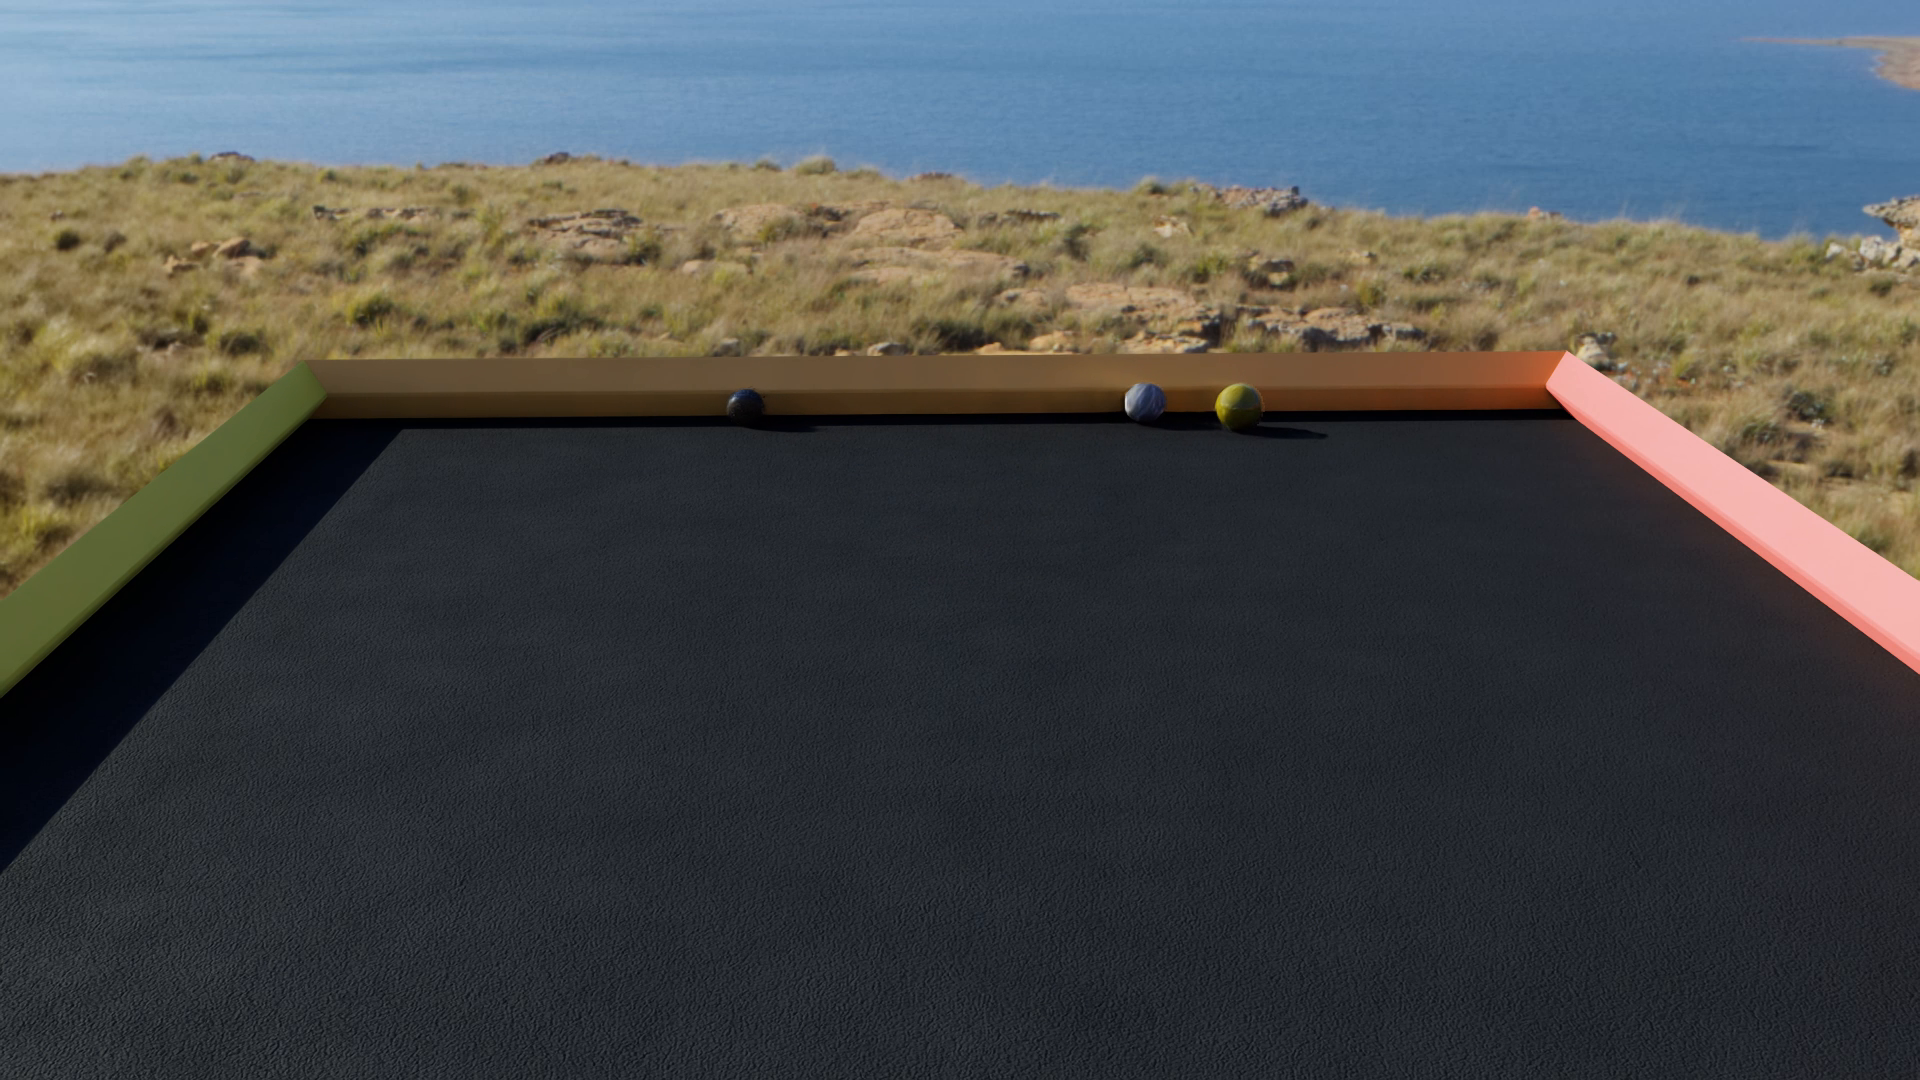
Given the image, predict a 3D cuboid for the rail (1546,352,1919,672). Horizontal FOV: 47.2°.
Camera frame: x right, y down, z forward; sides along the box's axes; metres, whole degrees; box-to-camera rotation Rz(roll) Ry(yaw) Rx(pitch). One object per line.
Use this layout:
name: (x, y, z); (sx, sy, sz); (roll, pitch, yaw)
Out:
rail: (1.017, 0.211, 1.944); (0.045, 0.094, 3.373); (-1, 16, -2)

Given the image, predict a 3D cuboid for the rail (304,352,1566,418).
rail: (-0.029, -0.243, 3.506); (2.023, 0.094, 0.045); (-1, 16, -2)

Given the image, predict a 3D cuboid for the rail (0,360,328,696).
rail: (-0.957, 0.230, 1.876); (0.045, 0.094, 3.373); (-1, 16, -2)

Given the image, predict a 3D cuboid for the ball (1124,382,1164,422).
ball: (0.291, -0.217, 3.471); (0.064, 0.064, 0.064); (0, 16, 0)

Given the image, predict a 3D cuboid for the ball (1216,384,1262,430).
ball: (0.434, -0.208, 3.425); (0.072, 0.072, 0.072); (0, 16, 0)

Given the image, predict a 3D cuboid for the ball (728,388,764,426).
ball: (-0.336, -0.209, 3.455); (0.058, 0.058, 0.058); (0, 16, 0)
